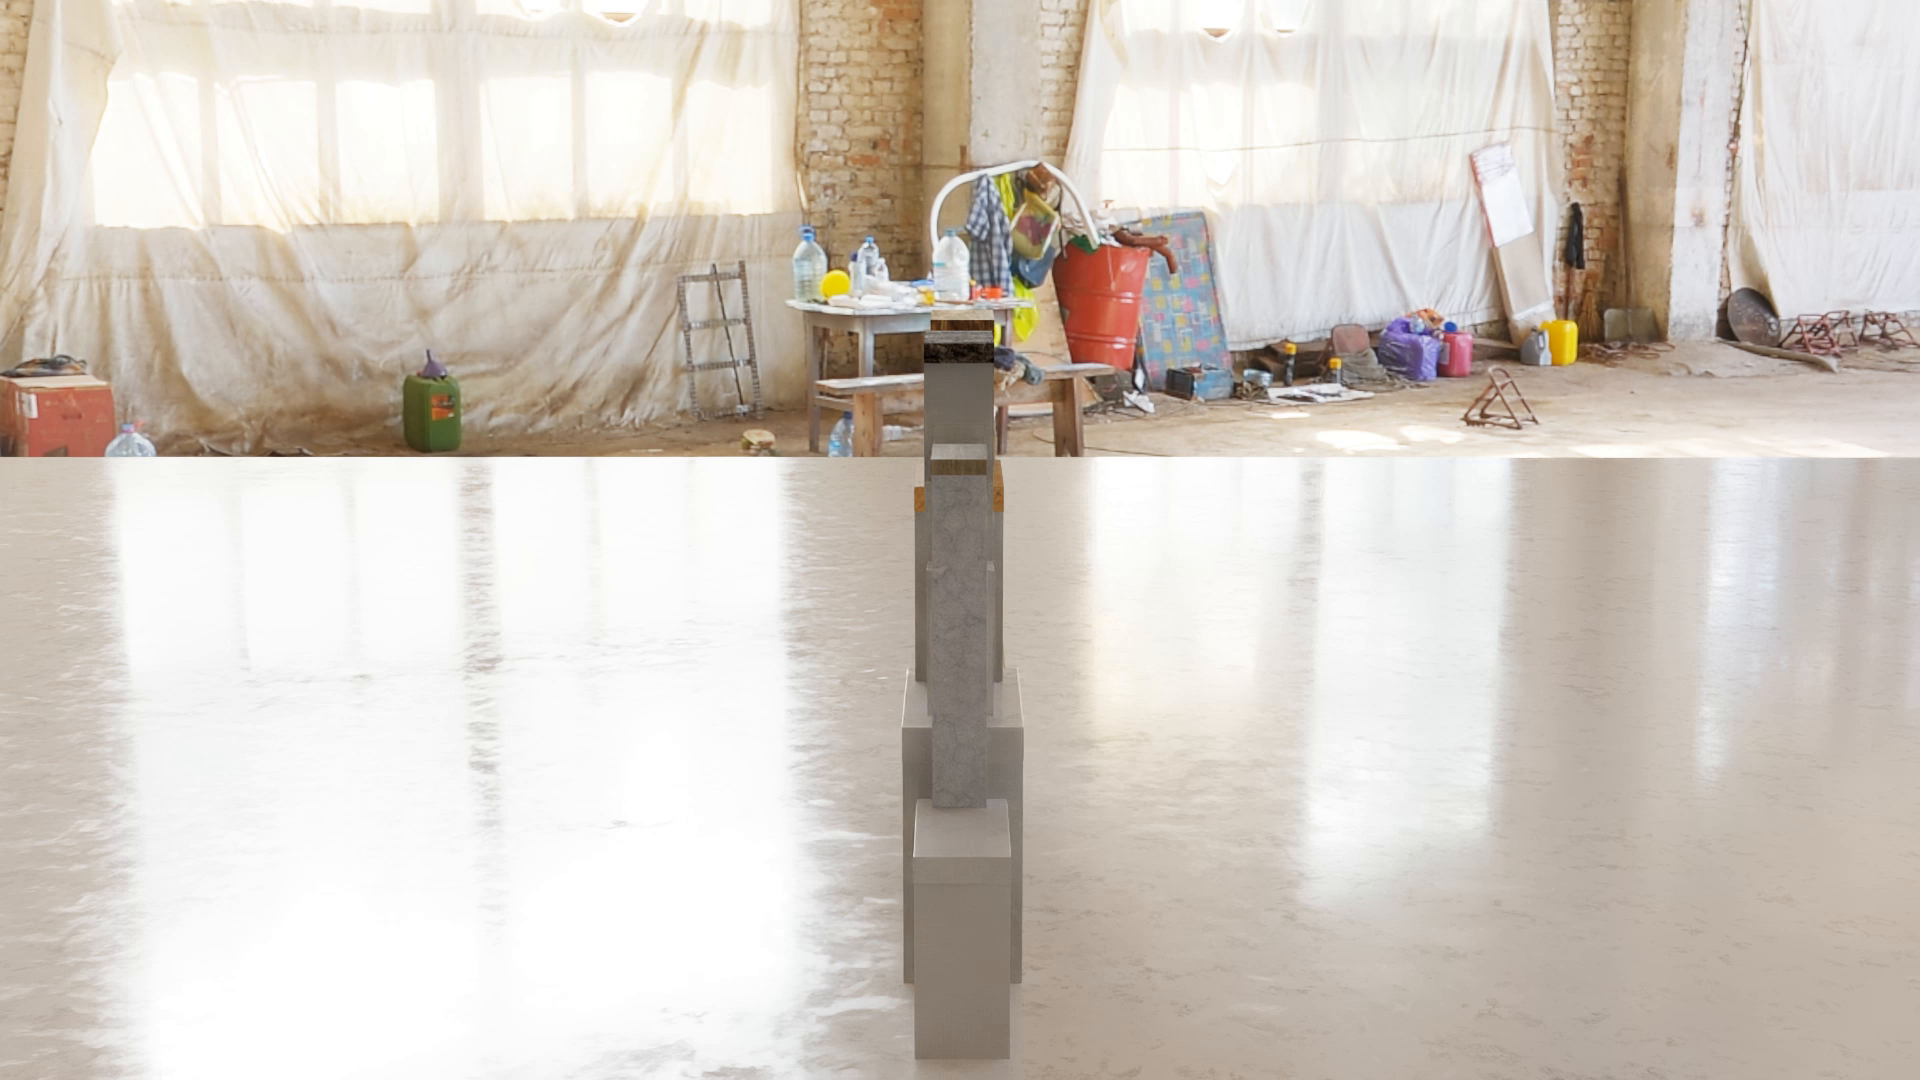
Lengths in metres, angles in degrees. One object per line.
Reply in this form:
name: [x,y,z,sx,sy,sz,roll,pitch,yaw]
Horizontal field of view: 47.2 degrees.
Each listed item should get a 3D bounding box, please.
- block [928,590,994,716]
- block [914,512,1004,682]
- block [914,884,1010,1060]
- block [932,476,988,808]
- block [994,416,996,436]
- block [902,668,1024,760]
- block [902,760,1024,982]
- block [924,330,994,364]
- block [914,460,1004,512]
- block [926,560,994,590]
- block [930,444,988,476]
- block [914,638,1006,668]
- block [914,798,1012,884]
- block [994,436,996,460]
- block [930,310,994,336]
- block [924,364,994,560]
block: [0.001,0.161,3.234,0.097,0.194,0.028,0,11,0]
block: [-0.002,0.083,3.436,0.137,0.274,0.039,0,11,0]
block: [0.003,0.580,3.008,0.130,0.261,0.037,0,11,0]
block: [-0.001,0.143,3.119,0.078,0.483,0.022,0,10,0]
block: [0.002,-0.217,3.896,0.117,0.033,0.233,0,11,0]
block: [0.004,0.263,3.356,0.177,0.050,0.354,0,11,0]
block: [0.004,0.483,3.276,0.177,0.354,0.050,0,11,0]
block: [-0.002,-0.289,3.279,0.102,0.029,0.203,0,11,0]
block: [-0.002,-0.088,3.497,0.137,0.039,0.275,0,11,0]
block: [0.000,0.040,3.277,0.097,0.028,0.194,0,11,0]
block: [-0.001,-0.115,3.124,0.078,0.022,0.156,0,10,0]
block: [0.000,0.221,3.848,0.154,0.044,0.309,0,11,0]
block: [0.003,0.418,3.067,0.130,0.037,0.261,0,11,0]
block: [0.005,-0.072,3.843,0.117,0.233,0.033,0,11,0]
block: [0.004,-0.359,3.641,0.103,0.029,0.206,0,11,0]
block: [-0.002,-0.117,3.242,0.102,0.295,0.029,0,11,0]
